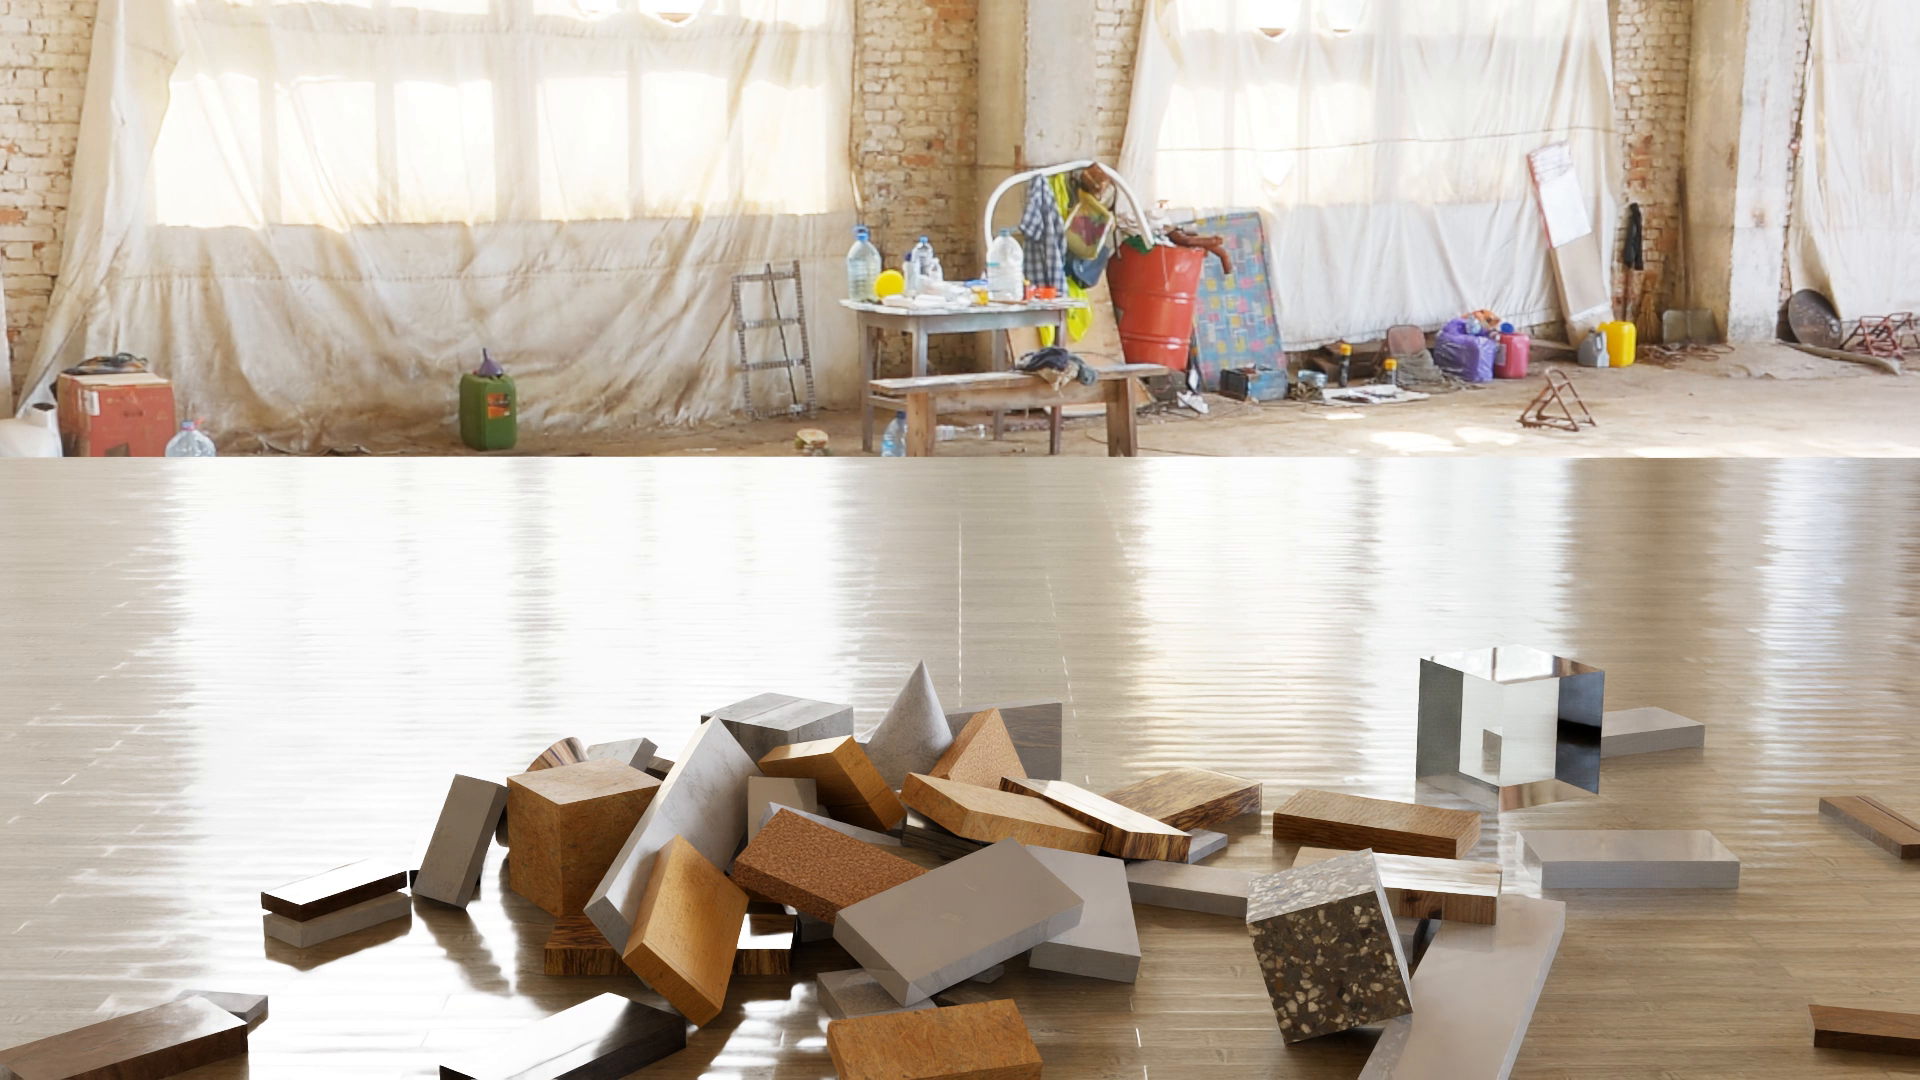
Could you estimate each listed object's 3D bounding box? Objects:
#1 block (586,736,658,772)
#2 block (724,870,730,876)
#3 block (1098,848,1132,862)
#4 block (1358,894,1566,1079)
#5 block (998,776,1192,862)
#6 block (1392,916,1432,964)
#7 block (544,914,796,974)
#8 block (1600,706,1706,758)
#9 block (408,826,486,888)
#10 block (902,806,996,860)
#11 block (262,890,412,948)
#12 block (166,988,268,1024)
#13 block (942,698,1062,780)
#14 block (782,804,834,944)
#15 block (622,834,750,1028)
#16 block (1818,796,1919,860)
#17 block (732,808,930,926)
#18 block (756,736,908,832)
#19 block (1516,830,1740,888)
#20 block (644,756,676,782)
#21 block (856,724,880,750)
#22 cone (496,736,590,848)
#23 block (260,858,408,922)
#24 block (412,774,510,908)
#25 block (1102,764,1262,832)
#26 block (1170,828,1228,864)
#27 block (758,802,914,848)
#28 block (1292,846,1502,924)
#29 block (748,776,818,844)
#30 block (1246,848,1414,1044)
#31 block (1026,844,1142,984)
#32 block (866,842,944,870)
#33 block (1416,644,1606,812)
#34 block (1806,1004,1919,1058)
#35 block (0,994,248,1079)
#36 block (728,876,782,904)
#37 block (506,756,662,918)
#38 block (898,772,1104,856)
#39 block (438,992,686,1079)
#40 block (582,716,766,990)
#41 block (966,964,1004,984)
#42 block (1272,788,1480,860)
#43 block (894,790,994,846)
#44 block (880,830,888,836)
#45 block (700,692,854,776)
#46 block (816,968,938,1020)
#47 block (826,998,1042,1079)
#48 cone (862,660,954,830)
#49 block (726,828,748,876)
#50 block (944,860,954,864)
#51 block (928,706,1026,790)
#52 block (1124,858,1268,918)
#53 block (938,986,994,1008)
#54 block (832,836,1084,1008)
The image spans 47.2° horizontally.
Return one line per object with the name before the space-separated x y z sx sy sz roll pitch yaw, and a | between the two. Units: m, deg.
block | -0.651 0.430 4.063 0.033 0.117 0.234 39 -28 -23
block | -0.460 0.507 3.867 0.264 0.037 0.132 20 22 32
block | 0.266 0.546 3.853 0.068 0.019 0.135 8 13 38
block | 0.710 0.671 3.103 0.166 0.047 0.932 4 11 22
block | 0.232 0.488 3.858 0.163 0.046 0.326 11 5 -41
block | 0.670 0.592 3.532 0.162 0.046 0.323 4 11 20
block | -0.441 0.622 3.385 0.370 0.041 0.146 0 11 0
block | 1.368 0.401 4.568 0.312 0.044 0.156 -4 11 -21
block | -0.884 0.547 3.812 0.117 0.033 0.234 -2 11 -9
block | 0.024 0.504 3.662 0.243 0.034 0.122 17 10 -3
block | -0.998 0.601 3.531 0.104 0.029 0.208 9 14 39
block | -1.073 0.673 3.172 0.130 0.018 0.065 2 11 11
block | 0.047 0.400 4.262 0.312 0.156 0.044 -4 11 -22
block | -0.240 0.539 3.581 0.131 0.037 0.300 -5 30 -21
block | -0.399 0.569 3.233 0.043 0.153 0.306 -41 15 17
block | 1.671 0.518 3.984 0.092 0.026 0.282 -1 11 -7
block | -0.177 0.516 3.333 0.297 0.042 0.148 21 33 16
block | -0.223 0.424 3.769 0.046 0.163 0.326 -39 10 -27
block | 1.142 0.547 3.774 0.333 0.047 0.167 0 11 0
block | -0.492 0.466 4.015 0.262 0.114 0.032 10 37 42
block | -0.044 0.424 4.444 0.312 0.044 0.156 4 11 20
cone | -0.648 0.504 3.851 0.231 0.231 0.231 32 21 16
block | -1.012 0.565 3.561 0.104 0.029 0.208 8 13 37
block | -0.826 0.497 3.640 0.104 0.208 0.029 7 -18 34
block | 0.391 0.491 4.072 0.169 0.048 0.338 10 14 42
block | 0.409 0.540 3.883 0.068 0.019 0.135 8 13 36
block | -0.170 0.517 3.522 0.297 0.042 0.149 20 22 -26
block | 0.694 0.549 3.507 0.323 0.046 0.162 3 11 16
block | -0.293 0.470 3.626 0.114 0.032 0.228 3 28 -7
block | 0.524 0.574 3.122 0.183 0.183 0.183 -17 7 11
block | 0.184 0.578 3.423 0.162 0.046 0.323 10 17 -4
block | -0.094 0.526 3.503 0.184 0.026 0.092 14 25 -38
block | 1.059 0.358 4.247 0.245 0.245 0.245 -5 12 -27
block | 1.287 0.687 3.073 0.184 0.026 0.092 3 11 15
block | -1.138 0.696 2.985 0.292 0.041 0.146 -10 15 -44
block | -0.240 0.571 3.671 0.264 0.037 0.132 3 11 14
block | -0.619 0.493 3.657 0.195 0.195 0.195 -8 13 -36
block | 0.072 0.462 3.670 0.326 0.046 0.163 17 6 -42
block | -0.533 0.697 2.973 0.153 0.043 0.306 8 13 36
block | -0.438 0.479 3.506 0.043 0.153 0.717 -35 10 15
block | 0.010 0.646 3.318 0.100 0.014 0.050 5 8 26
block | 0.749 0.513 3.953 0.333 0.047 0.166 5 12 27
block | -0.023 0.461 3.672 0.191 0.014 0.050 24 11 33
block | -0.185 0.536 3.869 0.114 0.032 0.228 -1 11 -5
block | -0.337 0.413 4.071 0.201 0.201 0.201 7 12 32
block | -0.108 0.673 3.123 0.131 0.037 0.262 -3 11 -17
block | -0.035 0.686 2.946 0.262 0.037 0.131 -3 29 -17
cone | -0.083 0.358 3.995 0.290 0.290 0.290 6 2 0
block | -0.382 0.500 3.763 0.132 0.037 0.264 -6 19 -31
block | 0.089 0.570 3.680 0.243 0.034 0.122 -1 11 -4
block | 0.036 0.441 3.955 0.048 0.169 0.400 -21 7 17
block | 0.387 0.576 3.649 0.243 0.034 0.121 4 11 23
block | 0.020 0.673 3.182 0.100 0.014 0.050 10 15 44
block | 0.000 0.557 3.235 0.338 0.048 0.169 -18 41 -37
